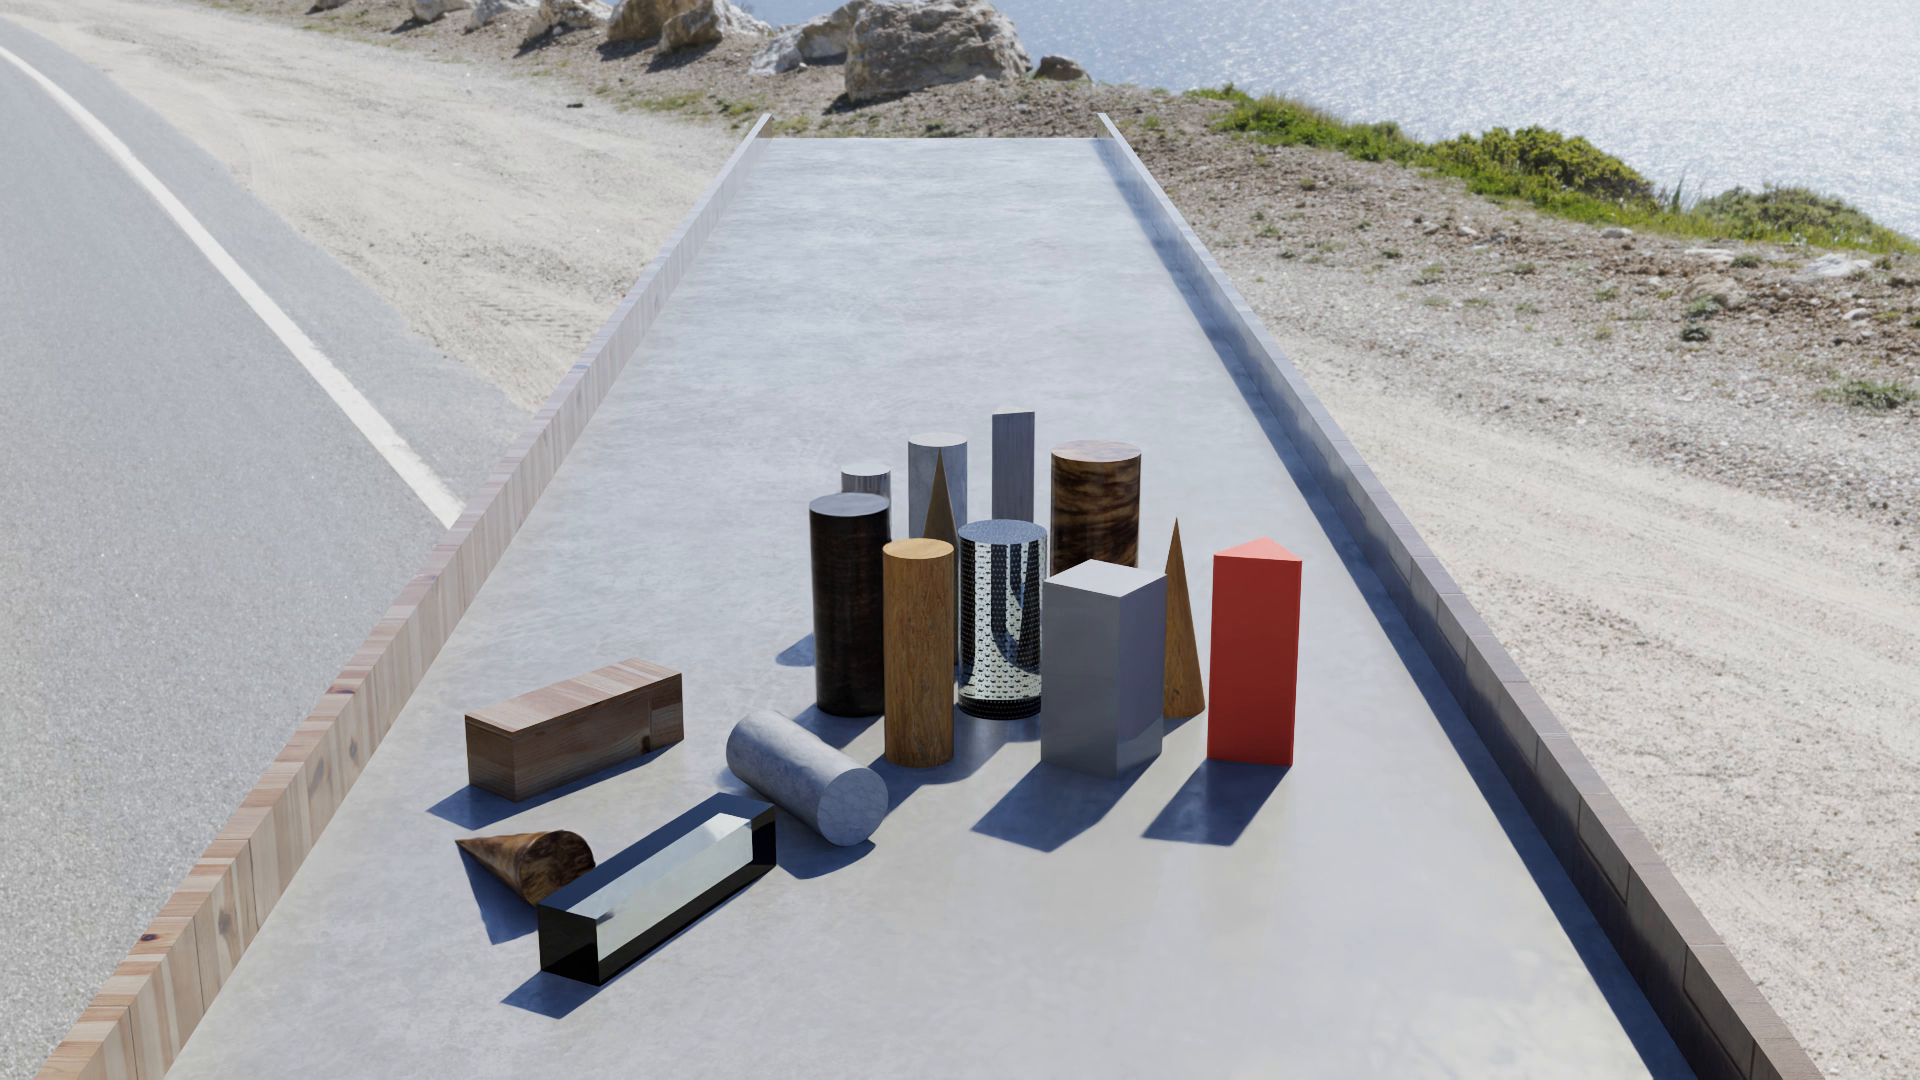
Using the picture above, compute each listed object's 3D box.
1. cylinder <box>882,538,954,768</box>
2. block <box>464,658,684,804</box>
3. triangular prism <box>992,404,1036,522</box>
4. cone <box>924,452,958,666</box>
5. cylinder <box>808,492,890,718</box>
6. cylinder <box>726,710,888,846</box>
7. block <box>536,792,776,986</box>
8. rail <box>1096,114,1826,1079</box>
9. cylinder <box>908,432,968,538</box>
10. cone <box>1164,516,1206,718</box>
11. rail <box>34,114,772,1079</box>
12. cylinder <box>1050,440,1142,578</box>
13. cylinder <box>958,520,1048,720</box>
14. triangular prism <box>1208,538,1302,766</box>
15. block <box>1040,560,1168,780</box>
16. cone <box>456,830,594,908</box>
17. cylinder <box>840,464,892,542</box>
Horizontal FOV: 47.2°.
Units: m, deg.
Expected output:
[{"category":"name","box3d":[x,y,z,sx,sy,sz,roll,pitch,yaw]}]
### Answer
[{"category":"cylinder","box3d":[-0.073,0.199,3.880,0.124,0.386,0.124,0,17,0]},{"category":"block","box3d":[-0.676,0.331,3.888,0.129,0.129,0.384,14,21,38]},{"category":"triangular prism","box3d":[0.099,-0.054,4.613,0.091,0.454,0.079,-5,17,-16]},{"category":"cone","box3d":[-0.039,0.022,4.393,0.159,0.433,0.159,0,17,0]},{"category":"cylinder","box3d":[-0.201,0.121,4.118,0.150,0.395,0.150,-1,18,0]},{"category":"cylinder","box3d":[-0.259,0.393,3.671,0.133,0.133,0.315,-11,20,-32]},{"category":"block","box3d":[-0.446,0.516,3.306,0.105,0.105,0.456,9,19,27]},{"category":"rail","box3d":[0.932,-0.844,7.801,0.050,0.150,12.000,0,17,-1]},{"category":"cylinder","box3d":[-0.049,-0.070,4.906,0.131,0.318,0.131,0,17,0]},{"category":"cone","box3d":[0.401,0.134,4.116,0.130,0.377,0.130,0,17,0]},{"category":"rail","box3d":[-1.118,-0.838,7.780,0.050,0.150,12.000,0,17,-1]},{"category":"cylinder","box3d":[0.268,0.029,4.381,0.178,0.427,0.178,0,17,0]},{"category":"cylinder","box3d":[0.079,0.149,4.127,0.166,0.342,0.166,0,17,0]},{"category":"triangular prism","box3d":[0.529,0.194,3.909,0.150,0.379,0.130,4,17,13]},{"category":"block","box3d":[0.253,0.226,3.878,0.157,0.335,0.157,11,20,34]},{"category":"cone","box3d":[-0.716,0.495,3.453,0.126,0.126,0.340,-14,11,-39]},{"category":"cylinder","box3d":[-0.198,0.004,4.655,0.105,0.318,0.105,0,17,0]}]
